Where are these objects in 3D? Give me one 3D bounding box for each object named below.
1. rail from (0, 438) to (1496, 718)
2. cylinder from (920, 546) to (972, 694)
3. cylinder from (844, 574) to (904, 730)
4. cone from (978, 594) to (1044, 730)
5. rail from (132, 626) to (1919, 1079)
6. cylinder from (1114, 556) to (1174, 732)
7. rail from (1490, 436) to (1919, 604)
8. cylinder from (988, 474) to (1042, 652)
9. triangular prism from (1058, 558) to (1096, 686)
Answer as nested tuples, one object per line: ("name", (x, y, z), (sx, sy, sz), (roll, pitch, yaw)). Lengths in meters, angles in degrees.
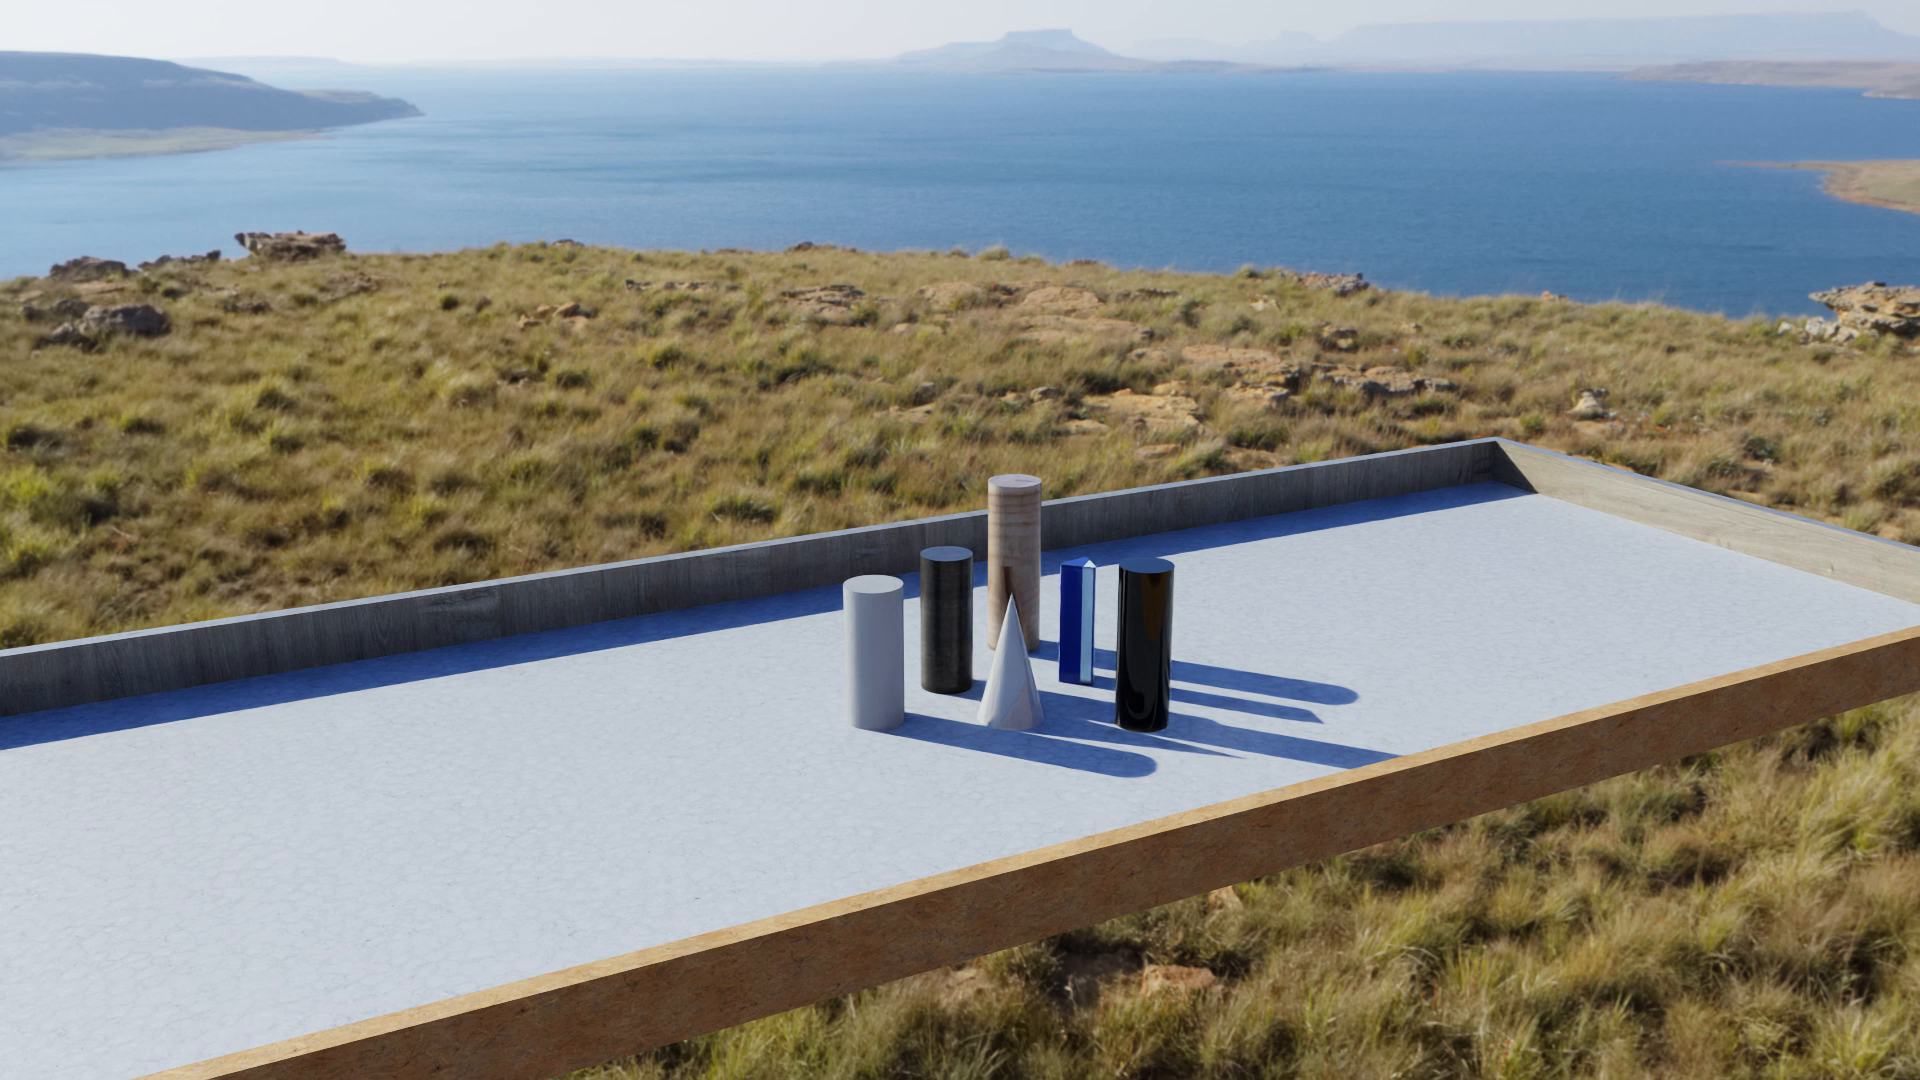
("rail", (-3.305, 0.497, 3.399), (12.000, 0.150, 0.050), (-9, 18, -27))
("cylinder", (-0.033, 0.197, 4.075), (0.130, 0.343, 0.130), (0, 16, 0))
("cylinder", (-0.201, 0.263, 3.864), (0.139, 0.336, 0.139), (0, 16, 0))
("cone", (0.121, 0.271, 3.876), (0.159, 0.315, 0.159), (0, 16, 0))
("rail", (-2.336, 1.006, 1.665), (12.000, 0.150, 0.050), (-9, 18, -27))
("cylinder", (0.429, 0.243, 3.838), (0.128, 0.388, 0.128), (0, 16, 0))
("rail", (2.466, -0.048, 5.253), (0.050, 0.150, 2.100), (-9, 18, -27))
("cylinder", (0.143, 0.063, 4.338), (0.139, 0.452, 0.139), (0, 16, 0))
("triangular prism", (0.301, 0.201, 4.122), (0.089, 0.310, 0.077), (5, 17, 17))
